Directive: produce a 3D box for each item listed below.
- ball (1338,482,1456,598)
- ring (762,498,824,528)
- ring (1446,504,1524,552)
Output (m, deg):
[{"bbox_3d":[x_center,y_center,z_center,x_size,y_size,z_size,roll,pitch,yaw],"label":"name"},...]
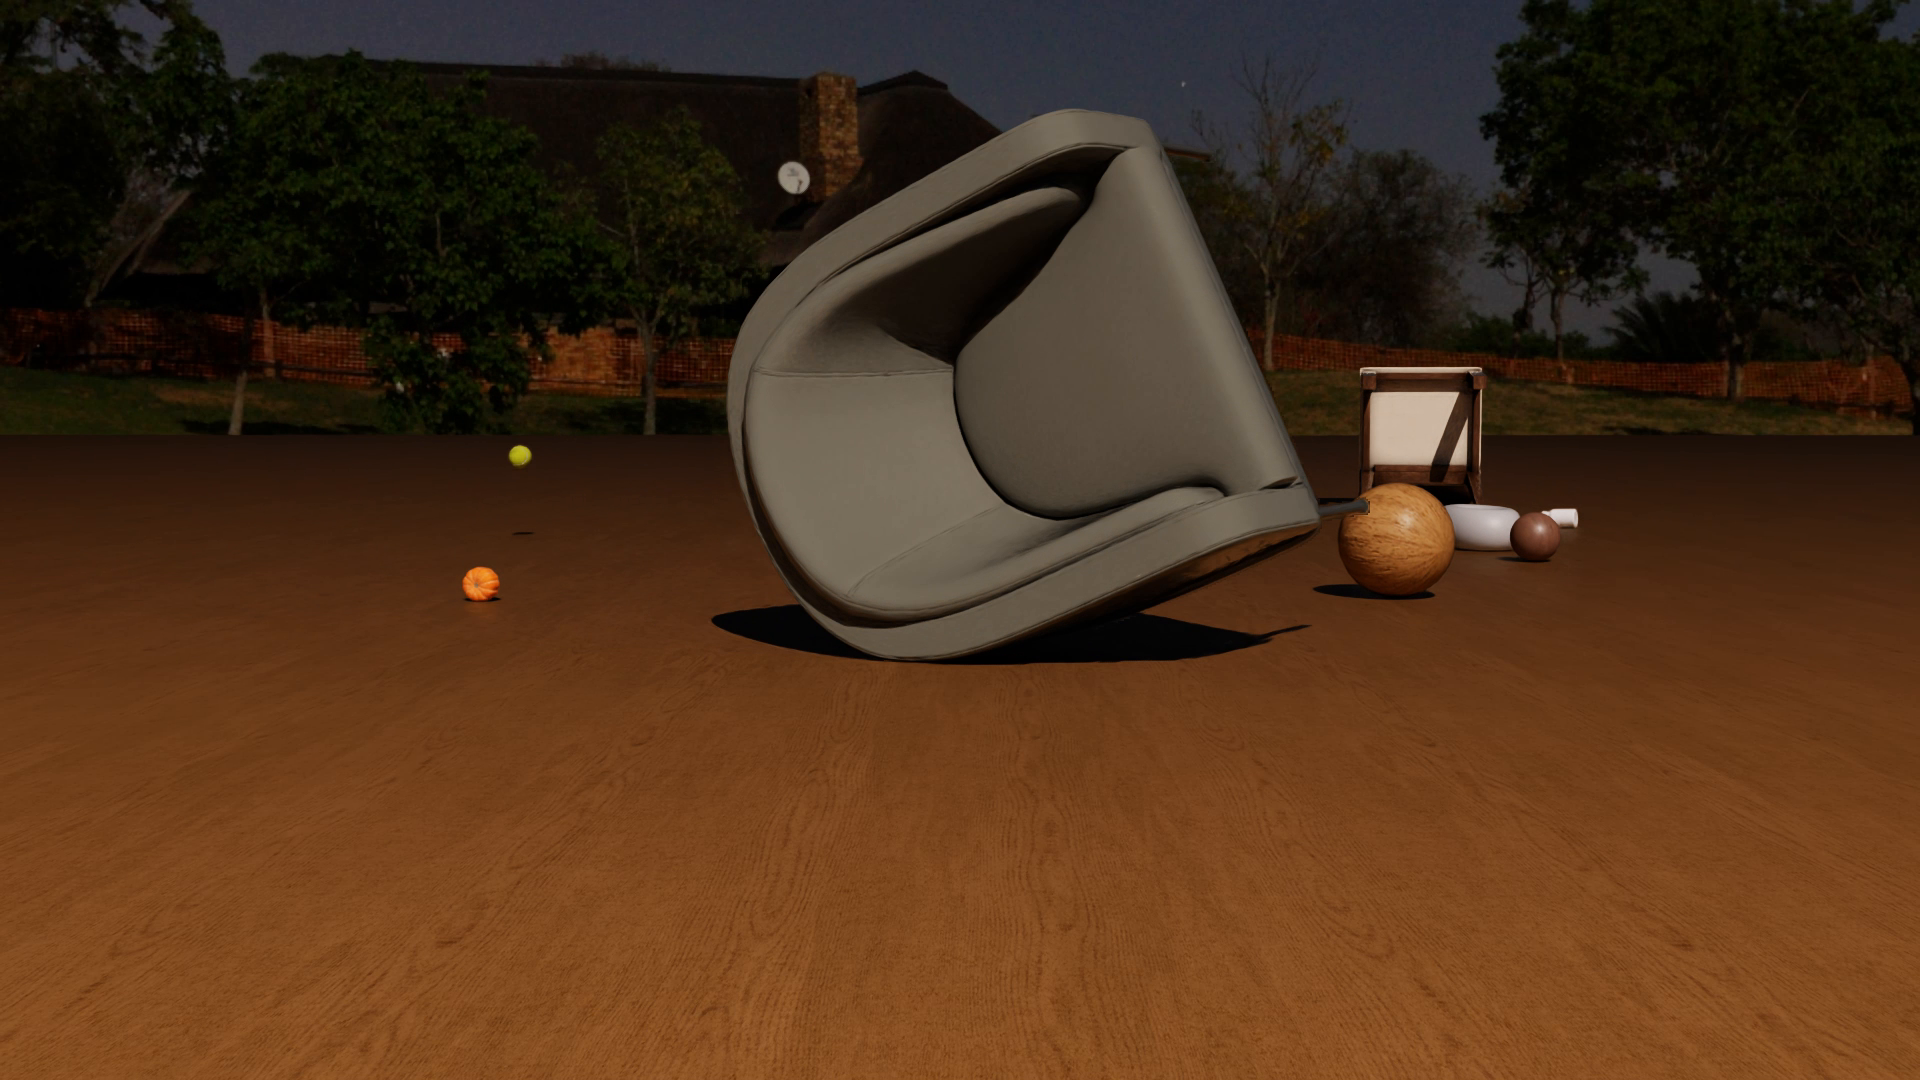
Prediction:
[{"bbox_3d":[0.938,0.000,4.730,0.249,0.249,0.249,0,4,0],"label":"ball"},{"bbox_3d":[-0.548,-0.090,7.188,0.187,0.092,0.266,0,3,-28],"label":"ring"},{"bbox_3d":[1.463,-0.034,6.200,0.227,0.119,0.321,1,5,-9],"label":"ring"}]
